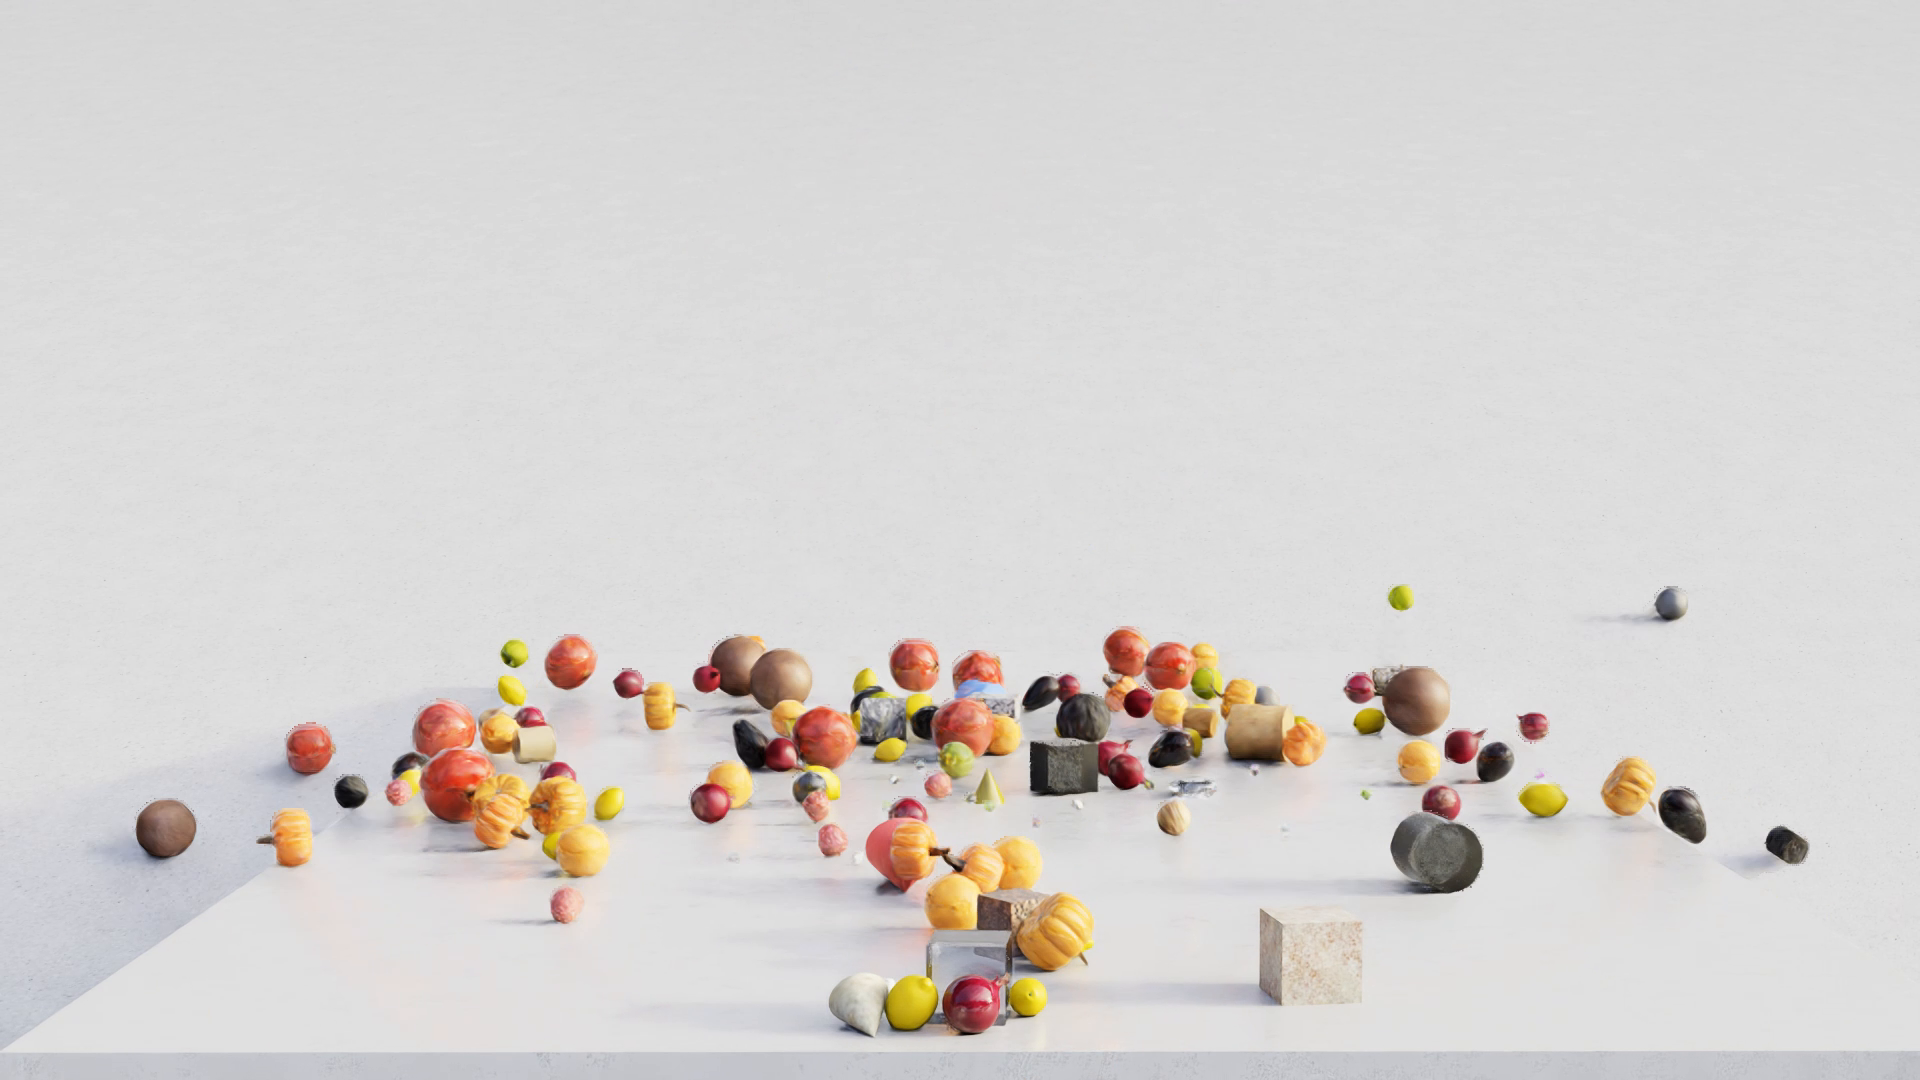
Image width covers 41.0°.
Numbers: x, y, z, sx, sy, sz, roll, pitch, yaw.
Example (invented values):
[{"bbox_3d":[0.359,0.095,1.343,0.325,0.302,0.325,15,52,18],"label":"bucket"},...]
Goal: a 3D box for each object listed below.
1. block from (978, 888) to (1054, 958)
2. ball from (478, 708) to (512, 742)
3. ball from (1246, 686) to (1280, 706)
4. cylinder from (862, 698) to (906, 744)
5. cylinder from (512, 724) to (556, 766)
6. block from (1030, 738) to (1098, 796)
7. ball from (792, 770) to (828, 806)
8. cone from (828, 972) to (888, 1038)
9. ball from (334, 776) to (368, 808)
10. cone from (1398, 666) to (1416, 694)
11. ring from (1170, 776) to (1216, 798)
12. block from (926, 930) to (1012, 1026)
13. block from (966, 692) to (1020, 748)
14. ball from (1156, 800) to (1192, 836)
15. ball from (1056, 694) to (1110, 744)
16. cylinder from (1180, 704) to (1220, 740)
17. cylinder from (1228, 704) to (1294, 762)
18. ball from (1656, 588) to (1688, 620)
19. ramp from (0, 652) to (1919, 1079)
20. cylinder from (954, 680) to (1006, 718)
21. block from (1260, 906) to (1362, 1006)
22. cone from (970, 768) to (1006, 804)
[{"bbox_3d":[0.065,0.446,2.999,0.064,0.064,0.064,-2,4,-38],"label":"block"},{"bbox_3d":[-0.876,0.347,4.832,0.063,0.063,0.063,0,21,0],"label":"ball"},{"bbox_3d":[0.607,0.326,5.148,0.068,0.068,0.068,0,21,0],"label":"ball"},{"bbox_3d":[-0.142,0.337,4.796,0.084,0.084,0.084,0,21,-1],"label":"cylinder"},{"bbox_3d":[-0.752,0.361,4.534,0.063,0.063,0.063,-13,25,-22],"label":"cylinder"},{"bbox_3d":[0.170,0.371,4.215,0.080,0.080,0.080,-2,4,-32],"label":"block"},{"bbox_3d":[-0.237,0.392,4.057,0.056,0.056,0.056,0,21,0],"label":"ball"},{"bbox_3d":[-0.095,0.485,2.611,0.064,0.064,0.064,-6,31,-15],"label":"cone"},{"bbox_3d":[-0.957,0.396,4.038,0.052,0.052,0.052,0,21,0],"label":"ball"},{"bbox_3d":[0.968,0.301,5.632,0.064,0.064,0.064,0,3,0],"label":"cone"},{"bbox_3d":[0.378,0.401,4.168,0.078,0.026,0.078,-1,4,0],"label":"ring"},{"bbox_3d":[0.010,0.455,2.677,0.082,0.082,0.082,0,3,6],"label":"block"},{"bbox_3d":[0.062,0.335,4.782,0.090,0.090,0.090,0,3,8],"label":"block"},{"bbox_3d":[0.315,0.410,3.784,0.051,0.051,0.051,0,21,0],"label":"ball"},{"bbox_3d":[0.228,0.332,4.748,0.099,0.099,0.099,0,21,0],"label":"ball"},{"bbox_3d":[0.455,0.346,4.874,0.055,0.055,0.055,19,26,18],"label":"cylinder"},{"bbox_3d":[0.535,0.342,4.569,0.098,0.098,0.098,1,20,21],"label":"cylinder"},{"bbox_3d":[1.927,0.174,6.955,0.087,0.087,0.087,0,21,0],"label":"ball"},{"bbox_3d":[0.049,0.444,4.532,2.000,0.100,4.000,0,3,0],"label":"ramp"},{"bbox_3d":[0.043,0.322,5.141,0.077,0.077,0.077,-16,12,-36],"label":"cylinder"},{"bbox_3d":[0.377,0.447,2.768,0.088,0.088,0.088,-1,3,-9],"label":"block"},{"bbox_3d":[0.044,0.390,4.098,0.057,0.057,0.057,0,3,0],"label":"cone"}]
